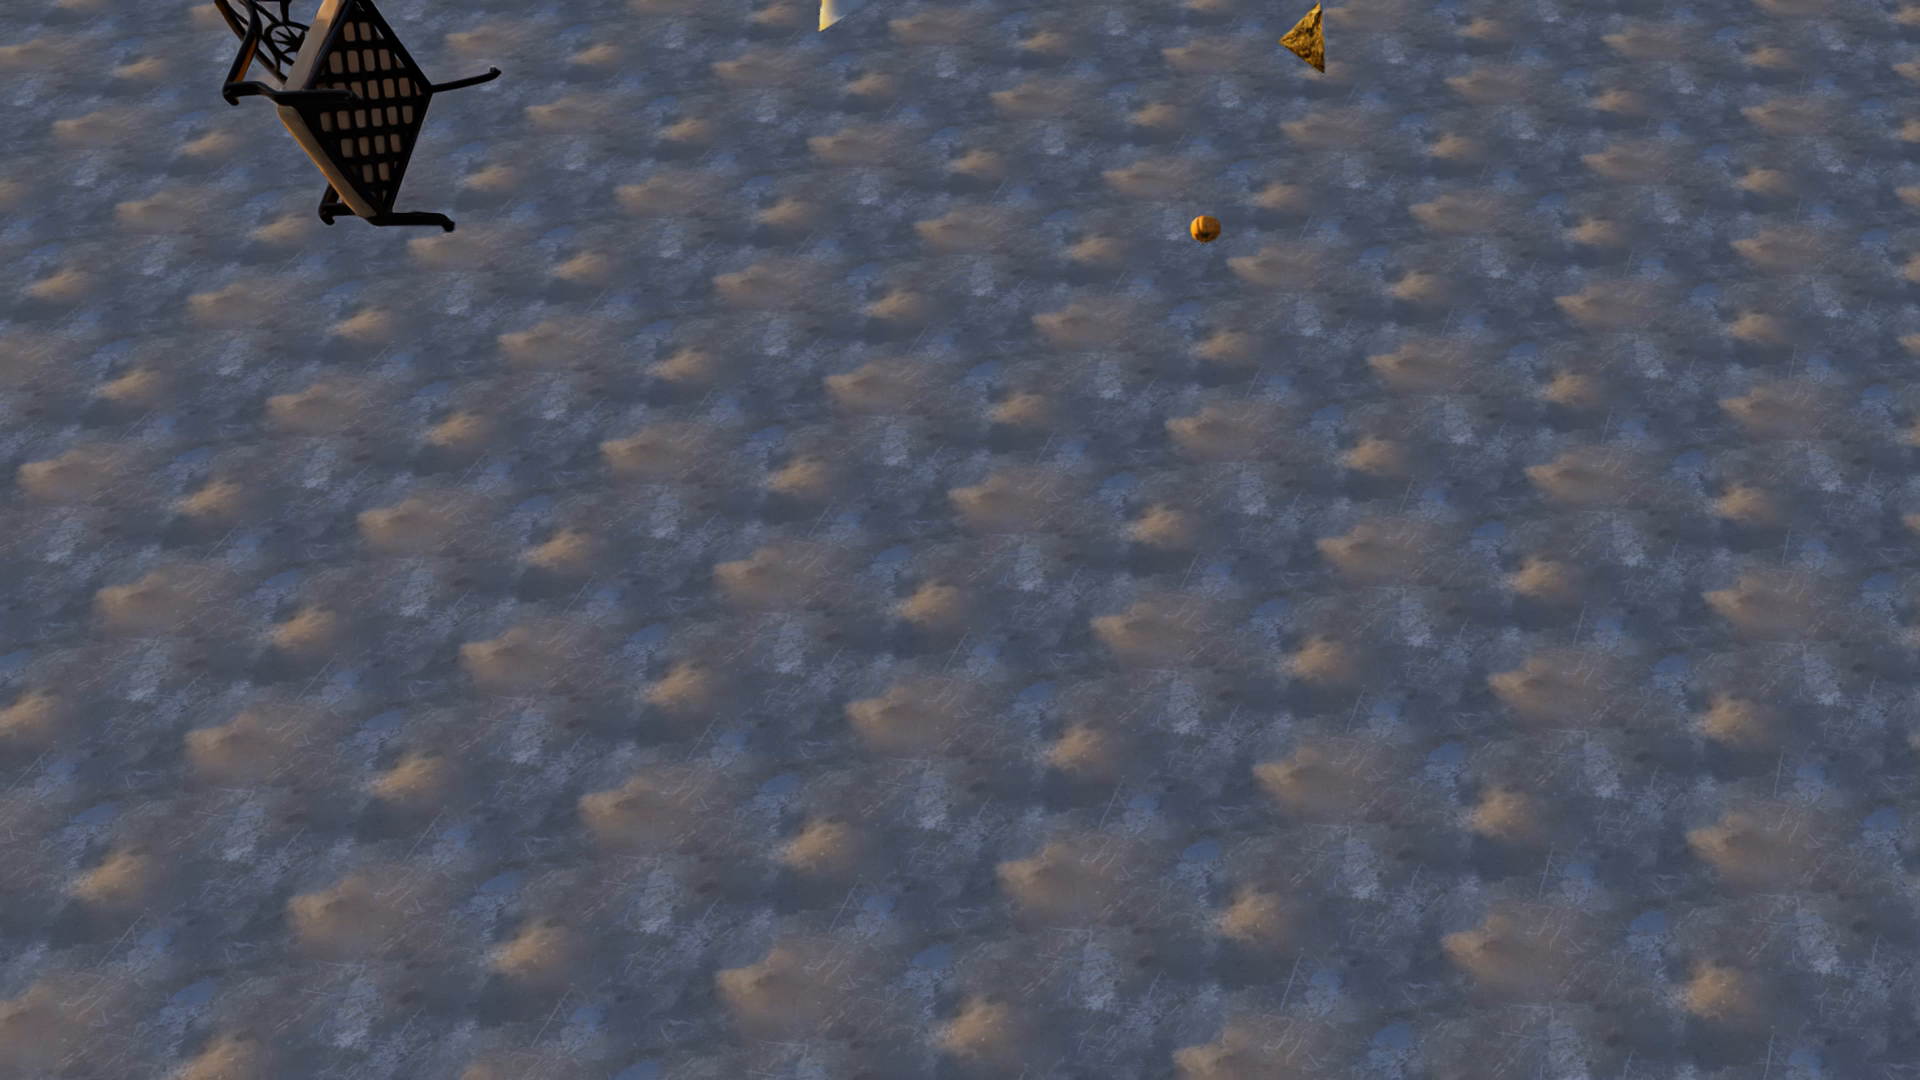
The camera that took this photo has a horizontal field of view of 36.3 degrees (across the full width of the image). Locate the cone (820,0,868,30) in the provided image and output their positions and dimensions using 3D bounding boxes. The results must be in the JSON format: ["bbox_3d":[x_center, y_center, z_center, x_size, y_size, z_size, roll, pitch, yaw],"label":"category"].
[{"bbox_3d":[-0.318,-1.555,8.074,0.291,0.170,0.128,-33,18,8],"label":"cone"}]

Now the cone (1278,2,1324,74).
[{"bbox_3d":[0.945,-1.391,8.157,0.121,0.194,0.232,-4,-7,5],"label":"cone"}]
